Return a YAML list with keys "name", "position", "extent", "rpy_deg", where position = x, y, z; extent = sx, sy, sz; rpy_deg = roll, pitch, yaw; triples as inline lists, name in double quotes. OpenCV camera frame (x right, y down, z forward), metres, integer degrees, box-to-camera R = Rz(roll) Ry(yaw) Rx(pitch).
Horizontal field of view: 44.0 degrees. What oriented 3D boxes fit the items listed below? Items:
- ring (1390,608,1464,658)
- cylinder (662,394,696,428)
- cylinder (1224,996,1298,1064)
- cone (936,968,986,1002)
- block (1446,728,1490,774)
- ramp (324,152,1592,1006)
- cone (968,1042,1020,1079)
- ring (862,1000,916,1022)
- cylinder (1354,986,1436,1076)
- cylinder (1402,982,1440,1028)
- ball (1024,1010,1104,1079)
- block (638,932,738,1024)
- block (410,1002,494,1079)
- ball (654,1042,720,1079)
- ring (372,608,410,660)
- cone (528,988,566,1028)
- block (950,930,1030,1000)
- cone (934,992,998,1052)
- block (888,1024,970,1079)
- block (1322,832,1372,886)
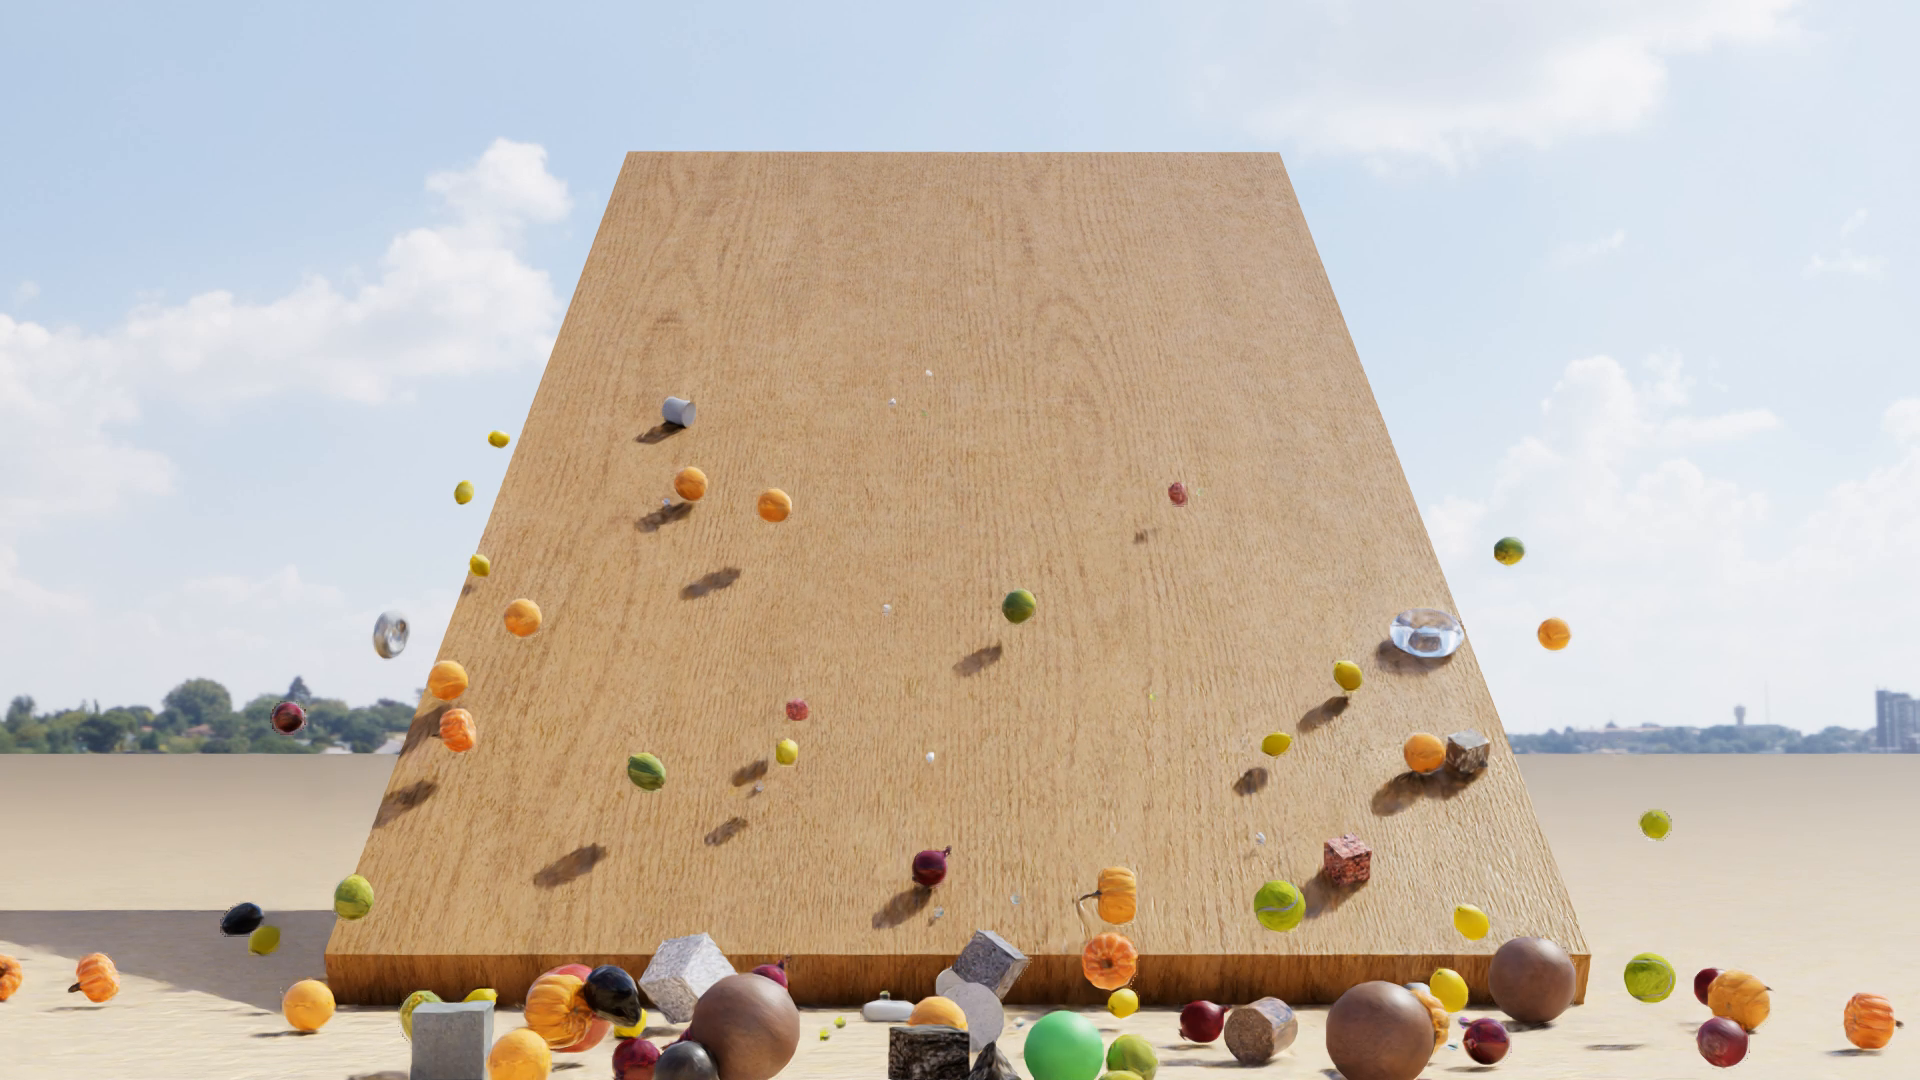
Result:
- name: "ring"
  position: [0.906, 0.180, 4.618]
  extent: [0.141, 0.047, 0.141]
  rpy_deg: [0, 29, 0]
- name: "cylinder"
  position: [-0.651, -0.298, 5.514]
  extent: [0.057, 0.057, 0.057]
  rpy_deg: [33, 2, 13]
- name: "cylinder"
  position: [0.395, 0.643, 3.122]
  extent: [0.073, 0.073, 0.073]
  rpy_deg: [-3, 0, 32]
- name: "cone"
  position: [0.018, 0.658, 3.627]
  extent: [0.094, 0.094, 0.094]
  rpy_deg: [-1, 28, 15]
- name: "block"
  position: [0.904, 0.376, 4.234]
  extent: [0.053, 0.053, 0.053]
  rpy_deg: [-14, 30, -24]
- name: "ramp"
  position: [-0.011, -0.225, 5.549]
  extent: [2.000, 0.100, 4.000]
  rpy_deg: [0, 27, 0]
- name: "cone"
  position: [0.055, 0.637, 2.777]
  extent: [0.075, 0.075, 0.075]
  rpy_deg: [28, -10, -9]
- name: "ring"
  position: [-0.108, 0.711, 3.586]
  extent: [0.081, 0.027, 0.081]
  rpy_deg: [-1, -4, 0]
- name: "cylinder"
  position: [0.552, 0.623, 3.027]
  extent: [0.093, 0.093, 0.093]
  rpy_deg: [0, 2, 3]
- name: "cylinder"
  position: [0.648, 0.664, 3.371]
  extent: [0.052, 0.052, 0.052]
  rpy_deg: [0, 39, -5]
- name: "ball"
  position: [0.124, 0.611, 2.837]
  extent: [0.096, 0.096, 0.096]
  rpy_deg: [0, -5, 0]
- name: "block"
  position: [-0.397, 0.641, 3.476]
  extent: [0.087, 0.087, 0.087]
  rpy_deg: [-16, 29, 33]
- name: "block"
  position: [-0.629, 0.623, 2.951]
  extent: [0.088, 0.088, 0.088]
  rpy_deg: [0, -3, -4]
- name: "ball"
  position: [-0.313, 0.612, 2.723]
  extent: [0.074, 0.074, 0.074]
  rpy_deg: [0, -5, 0]
- name: "ring"
  position: [-1.095, 0.181, 4.579]
  extent: [0.033, 0.100, 0.100]
  rpy_deg: [10, -2, 19]
- name: "cone"
  position: [-0.600, 0.704, 3.528]
  extent: [0.062, 0.062, 0.062]
  rpy_deg: [-2, -31, 19]
- name: "block"
  position: [0.042, 0.589, 3.301]
  extent: [0.067, 0.067, 0.067]
  rpy_deg: [35, 2, 21]
- name: "cone"
  position: [0.027, 0.646, 3.250]
  extent: [0.094, 0.094, 0.094]
  rpy_deg: [-2, 11, 25]
- name: "block"
  position: [-0.037, 0.621, 2.835]
  extent: [0.074, 0.074, 0.074]
  rpy_deg: [2, -4, -23]
- name: "block"
  position: [0.641, 0.529, 3.937]
  extent: [0.055, 0.055, 0.055]
  rpy_deg: [-12, 30, -22]
